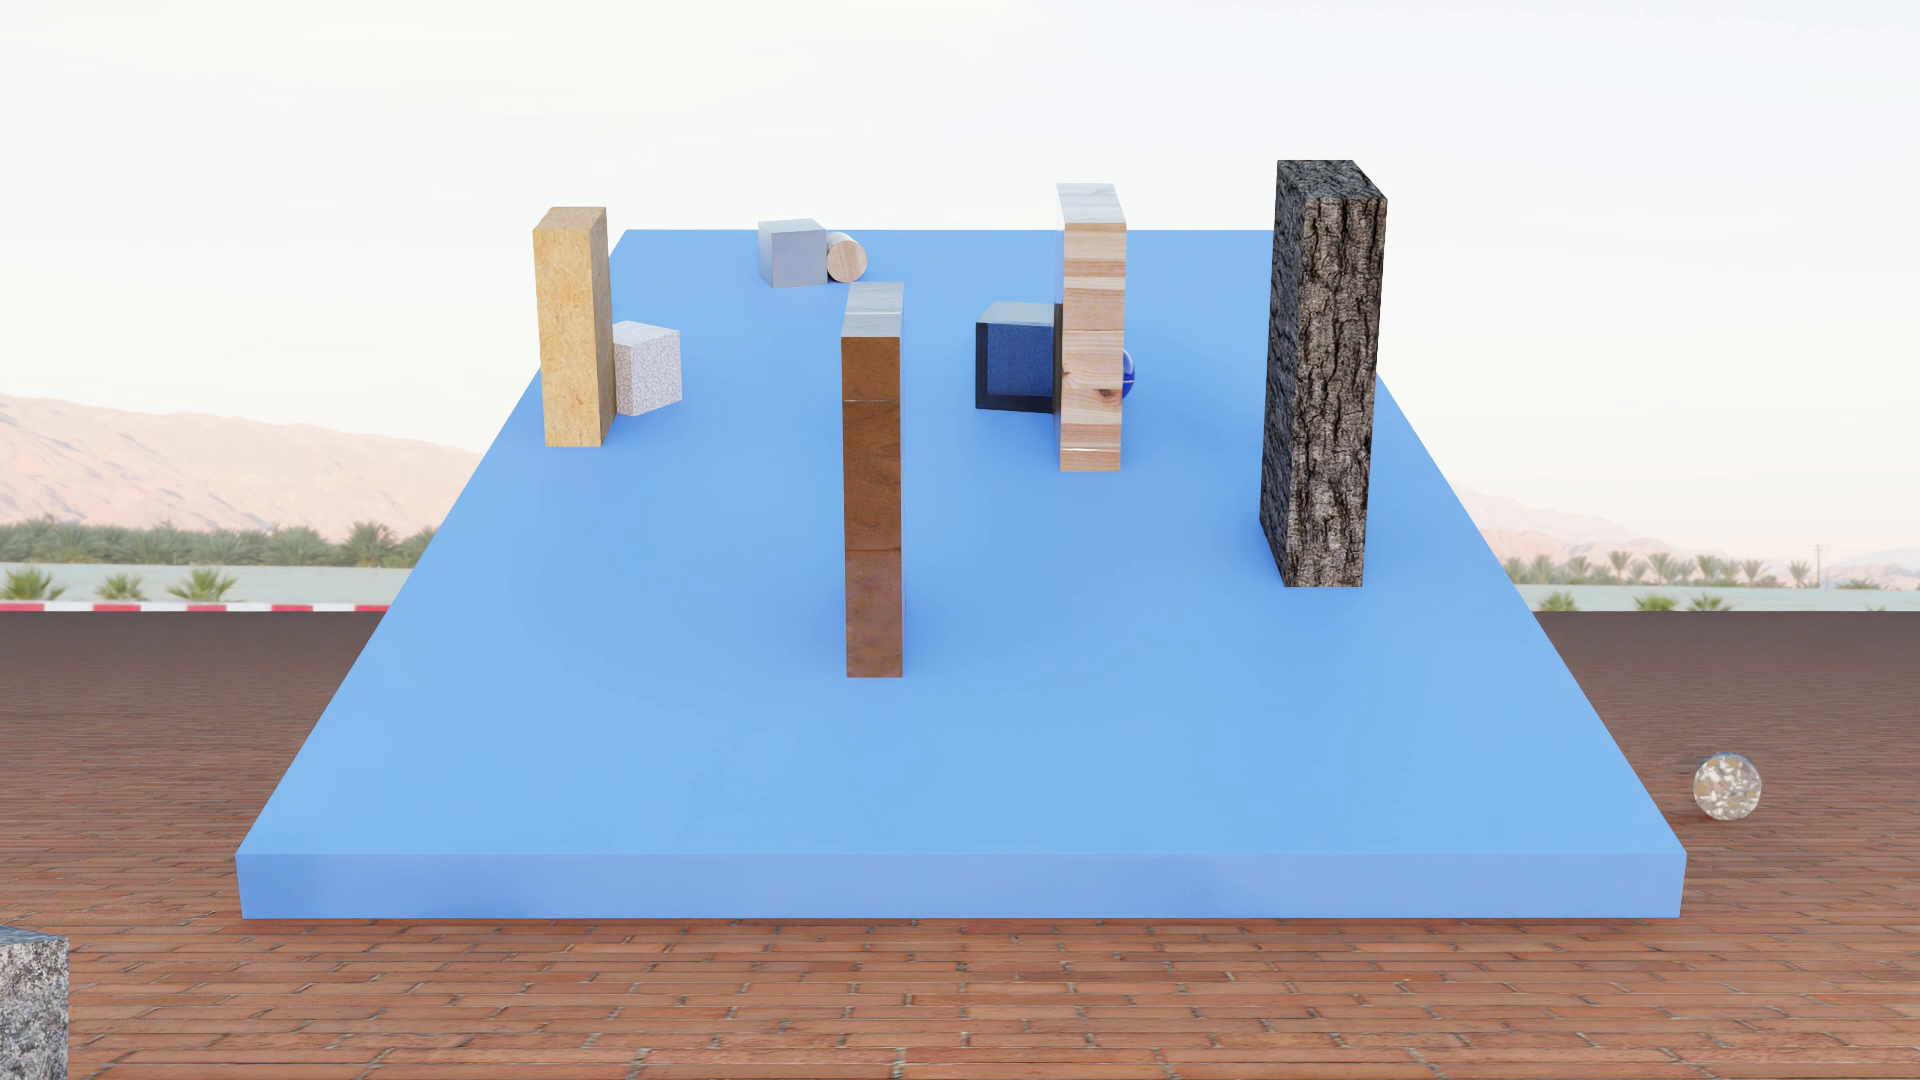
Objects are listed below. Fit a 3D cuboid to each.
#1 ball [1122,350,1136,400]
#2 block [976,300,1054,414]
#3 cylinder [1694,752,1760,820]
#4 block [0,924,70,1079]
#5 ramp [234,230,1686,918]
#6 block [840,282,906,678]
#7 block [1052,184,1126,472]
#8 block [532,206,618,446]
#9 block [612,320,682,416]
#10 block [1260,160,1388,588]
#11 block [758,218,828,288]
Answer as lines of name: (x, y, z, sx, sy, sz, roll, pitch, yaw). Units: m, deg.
ball: (0.322, -0.375, 5.118, 0.147, 0.147, 0.147, 0, -2, 0)
block: (0.154, -0.416, 5.152, 0.201, 0.201, 0.201, 5, 21, 12)
cylinder: (1.570, 0.504, 4.644, 0.130, 0.130, 0.130, -1, -2, 18)
block: (-0.854, 0.411, 1.880, 0.159, 0.159, 0.159, -1, -2, 41)
ramp: (-0.005, -0.208, 5.019, 2.000, 0.100, 4.000, 0, 20, 0)
block: (-0.139, -0.106, 3.761, 0.090, 0.572, 0.356, 0, 20, 0)
block: (0.269, -0.456, 4.795, 0.124, 0.521, 0.403, 0, 20, 0)
block: (-0.826, -0.462, 4.883, 0.118, 0.468, 0.248, 0, 20, 0)
block: (-0.747, -0.390, 5.132, 0.162, 0.162, 0.162, 14, 24, 33)
block: (0.653, -0.308, 4.126, 0.139, 0.704, 0.361, 0, 20, 0)
block: (-0.461, -0.790, 6.238, 0.153, 0.153, 0.153, -6, 21, -17)
